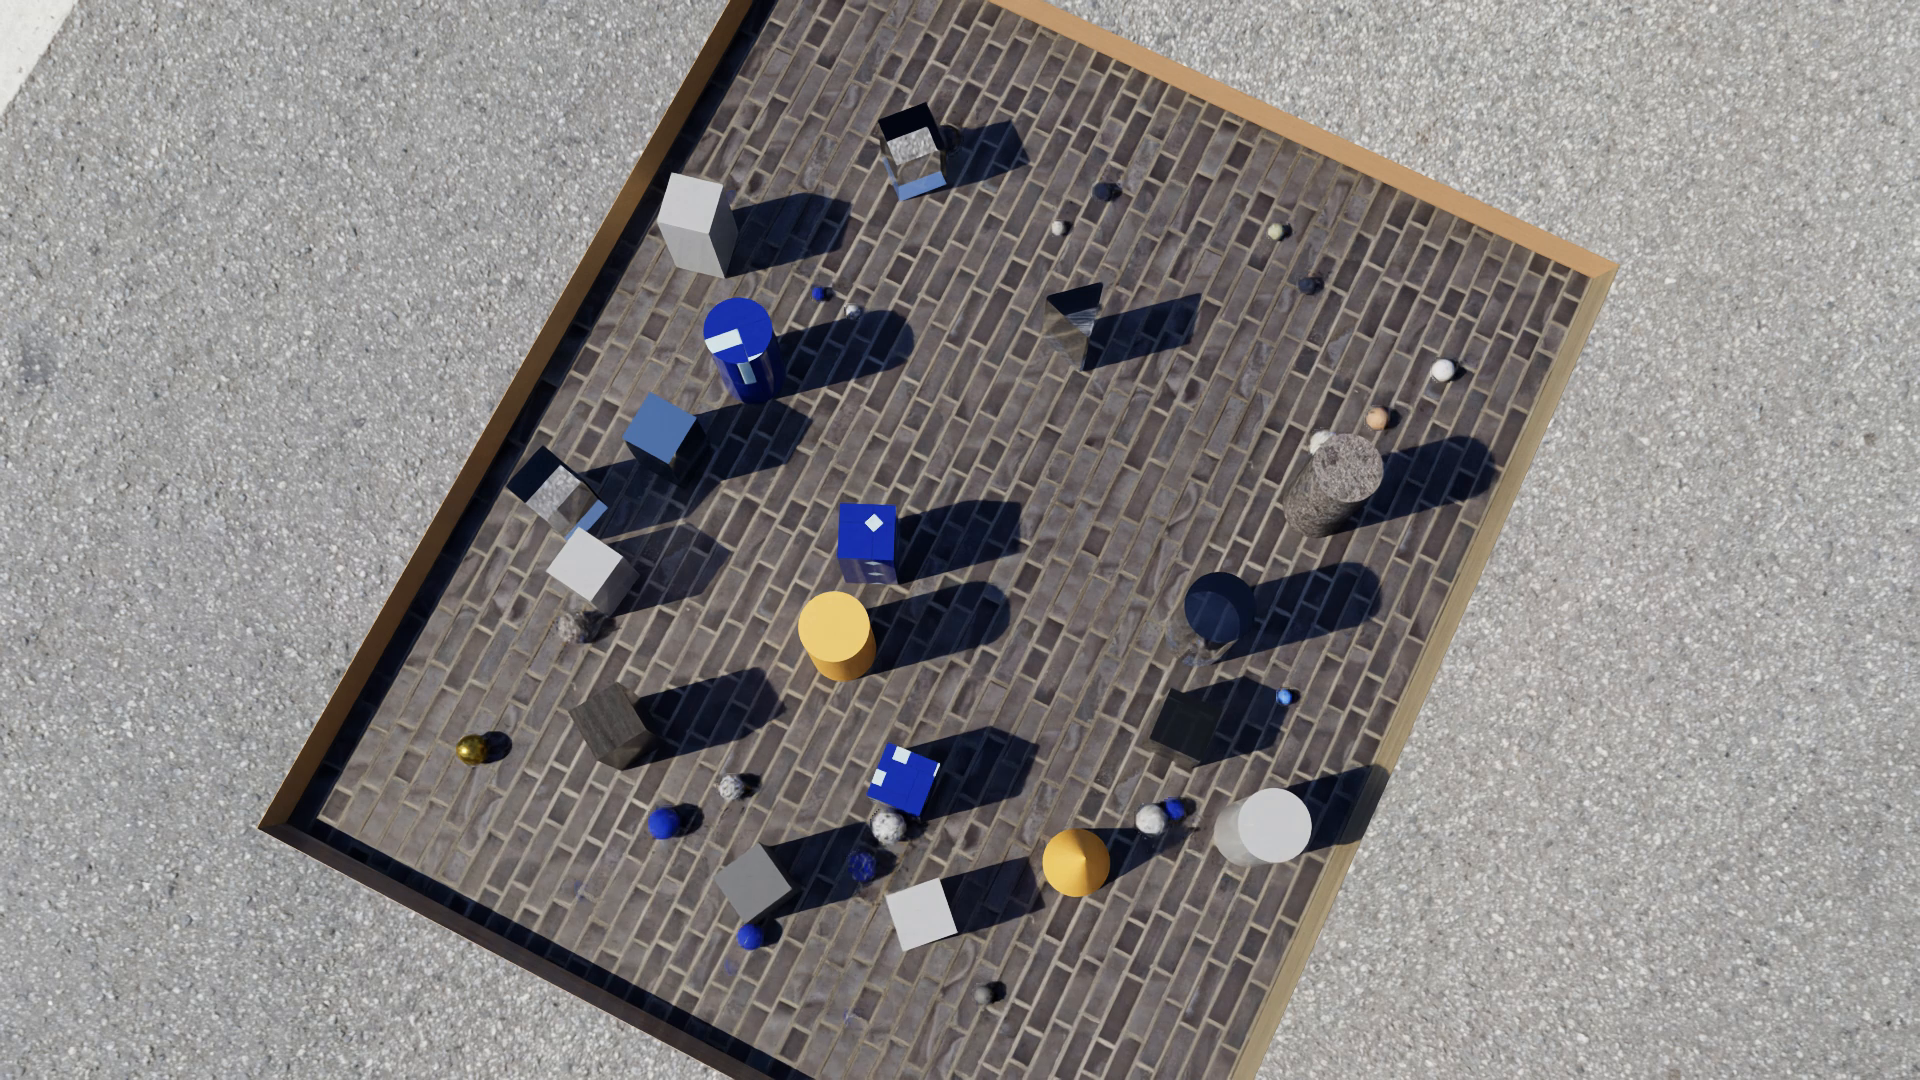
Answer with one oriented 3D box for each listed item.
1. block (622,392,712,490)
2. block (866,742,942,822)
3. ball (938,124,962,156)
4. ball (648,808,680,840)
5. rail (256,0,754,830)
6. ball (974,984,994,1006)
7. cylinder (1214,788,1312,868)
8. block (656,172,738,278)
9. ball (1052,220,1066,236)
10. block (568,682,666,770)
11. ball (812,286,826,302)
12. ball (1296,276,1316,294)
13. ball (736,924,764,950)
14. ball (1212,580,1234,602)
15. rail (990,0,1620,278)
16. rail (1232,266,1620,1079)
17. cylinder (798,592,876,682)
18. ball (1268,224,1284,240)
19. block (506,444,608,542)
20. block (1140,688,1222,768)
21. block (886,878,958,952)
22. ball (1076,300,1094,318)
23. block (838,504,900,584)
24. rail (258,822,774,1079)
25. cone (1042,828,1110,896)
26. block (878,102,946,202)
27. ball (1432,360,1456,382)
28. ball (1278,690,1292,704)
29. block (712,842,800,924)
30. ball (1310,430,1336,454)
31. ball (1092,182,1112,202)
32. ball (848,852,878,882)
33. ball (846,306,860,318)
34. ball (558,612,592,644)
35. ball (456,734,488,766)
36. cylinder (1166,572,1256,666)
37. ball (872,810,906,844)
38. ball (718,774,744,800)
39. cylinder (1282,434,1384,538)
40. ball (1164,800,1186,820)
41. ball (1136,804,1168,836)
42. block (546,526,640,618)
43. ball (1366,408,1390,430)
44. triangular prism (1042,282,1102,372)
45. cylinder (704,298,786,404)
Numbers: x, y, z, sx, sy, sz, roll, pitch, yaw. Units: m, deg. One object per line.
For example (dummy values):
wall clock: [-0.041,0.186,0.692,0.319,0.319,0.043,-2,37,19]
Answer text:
block: [-0.877,-0.294,5.508,0.160,0.333,0.160,29,80,6]
block: [-0.160,0.705,5.311,0.160,0.313,0.160,21,79,4]
ball: [-0.043,-1.273,5.830,0.098,0.098,0.098,0,78,0]
ball: [-0.871,0.835,5.395,0.096,0.096,0.096,0,78,0]
rail: [-1.267,-0.613,5.676,0.045,0.130,3.365,26,80,5]
ball: [0.071,1.319,5.314,0.058,0.058,0.058,0,78,0]
cylinder: [0.853,0.821,5.201,0.200,0.480,0.200,0,78,0]
block: [-0.800,-0.959,5.618,0.160,0.385,0.160,14,79,3]
ball: [0.312,-0.987,5.797,0.047,0.047,0.047,0,78,0]
block: [-0.987,0.544,5.311,0.160,0.379,0.160,-32,80,-6]
ball: [-0.443,-0.773,5.754,0.045,0.045,0.045,0,78,0]
ball: [1.087,-0.800,5.753,0.056,0.056,0.056,0,78,0]
ball: [-0.610,1.155,5.337,0.079,0.079,0.079,0,78,0]
ball: [0.794,0.153,5.550,0.066,0.066,0.066,0,78,0]
rail: [0.742,-1.446,5.849,2.880,0.130,0.045,26,80,5]
rail: [1.267,0.627,5.419,0.045,0.130,3.365,26,80,5]
cylinder: [-0.353,0.286,5.337,0.200,0.431,0.200,0,78,0]
ball: [1.000,-0.975,5.792,0.051,0.051,0.051,0,78,0]
block: [-1.195,-0.127,5.453,0.160,0.373,0.160,39,81,7]
block: [0.646,0.554,5.366,0.160,0.266,0.160,24,79,5]
block: [-0.109,1.074,5.254,0.160,0.276,0.160,-19,79,-4]
ball: [0.389,-0.723,5.738,0.055,0.055,0.055,0,78,0]
block: [-0.266,0.016,5.413,0.160,0.393,0.160,2,78,0]
rail: [-0.742,1.460,5.247,2.880,0.130,0.045,26,80,5]
cone: [0.345,0.913,5.221,0.200,0.405,0.200,0,78,0]
block: [-0.148,-1.209,5.721,0.160,0.286,0.160,-21,79,-4]
ball: [1.502,-0.527,5.690,0.069,0.069,0.069,0,78,0]
ball: [0.974,0.472,5.496,0.045,0.045,0.045,0,78,0]
block: [-0.580,0.987,5.259,0.160,0.300,0.160,-36,81,-7]
ball: [1.122,-0.289,5.627,0.097,0.097,0.097,0,78,0]
ball: [0.451,-1.106,5.815,0.060,0.060,0.060,0,78,0]
ball: [-0.286,0.959,5.374,0.087,0.087,0.087,0,78,0]
ball: [-0.335,-0.715,5.743,0.043,0.043,0.043,0,78,0]
ball: [-1.160,0.264,5.511,0.099,0.099,0.099,0,78,0]
ball: [-1.448,0.623,5.440,0.093,0.093,0.093,0,78,0]
cylinder: [0.721,0.236,5.316,0.200,0.494,0.200,0,78,0]
ball: [-0.208,0.844,5.384,0.100,0.100,0.100,0,78,0]
ball: [-0.676,0.734,5.426,0.075,0.075,0.075,0,78,0]
cylinder: [1.092,-0.153,5.397,0.200,0.492,0.200,0,78,0]
ball: [0.636,0.797,5.421,0.061,0.061,0.061,0,78,0]
ball: [0.566,0.827,5.397,0.094,0.094,0.094,0,78,0]
block: [-1.087,0.099,5.446,0.160,0.293,0.160,33,80,6]
ball: [1.291,-0.374,5.658,0.070,0.070,0.070,0,78,0]
triangular prism: [0.369,-0.671,5.573,0.173,0.358,0.150,44,82,8]
cylinder: [-0.644,-0.564,5.517,0.200,0.424,0.200,0,78,0]
